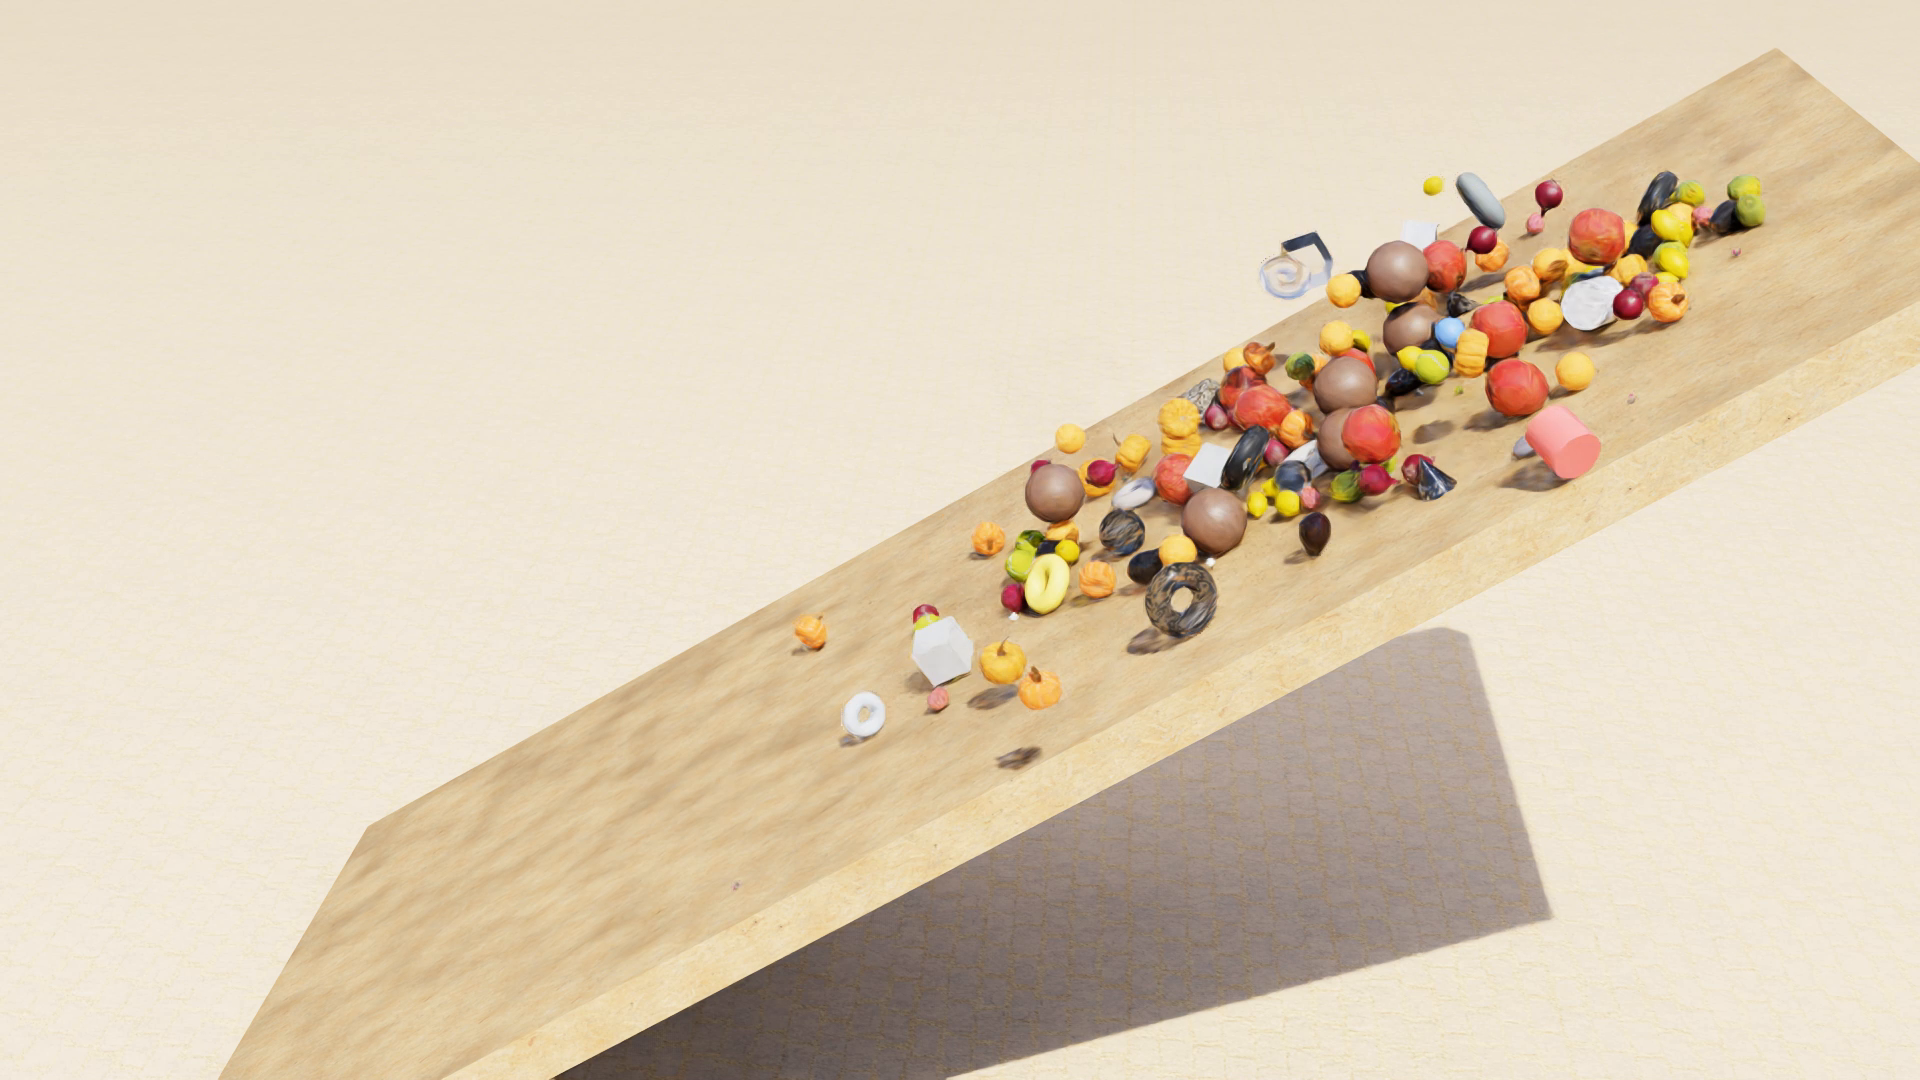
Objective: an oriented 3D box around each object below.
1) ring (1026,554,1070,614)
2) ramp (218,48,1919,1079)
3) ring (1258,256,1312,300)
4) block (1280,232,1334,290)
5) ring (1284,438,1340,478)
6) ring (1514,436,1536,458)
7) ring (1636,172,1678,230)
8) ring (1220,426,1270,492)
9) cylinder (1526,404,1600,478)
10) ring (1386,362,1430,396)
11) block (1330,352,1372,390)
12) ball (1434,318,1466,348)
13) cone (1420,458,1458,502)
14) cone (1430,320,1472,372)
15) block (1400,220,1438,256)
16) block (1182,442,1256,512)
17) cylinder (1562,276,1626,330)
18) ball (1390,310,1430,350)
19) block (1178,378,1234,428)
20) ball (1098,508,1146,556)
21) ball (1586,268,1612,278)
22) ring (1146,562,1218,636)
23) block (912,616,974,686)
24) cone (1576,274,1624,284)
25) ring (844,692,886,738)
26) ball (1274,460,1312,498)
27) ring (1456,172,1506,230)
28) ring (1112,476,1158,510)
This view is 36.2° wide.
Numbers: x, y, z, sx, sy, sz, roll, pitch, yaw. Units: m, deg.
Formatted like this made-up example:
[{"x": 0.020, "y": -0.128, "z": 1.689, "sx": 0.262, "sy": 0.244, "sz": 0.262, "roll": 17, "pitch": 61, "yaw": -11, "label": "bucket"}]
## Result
[{"x": 0.180, "y": 0.090, "z": 6.074, "sx": 0.042, "sy": 0.127, "sz": 0.127, "roll": 19, "pitch": 8, "yaw": -29, "label": "ring"}, {"x": 0.142, "y": 0.168, "z": 6.287, "sx": 4.000, "sy": 0.100, "sz": 2.000, "roll": -29, "pitch": 15, "yaw": 12, "label": "ramp"}, {"x": 0.682, "y": -0.549, "z": 6.163, "sx": 0.111, "sy": 0.037, "sz": 0.111, "roll": 3, "pitch": 51, "yaw": -3, "label": "ring"}, {"x": 0.757, "y": -0.607, "z": 6.439, "sx": 0.085, "sy": 0.085, "sz": 0.085, "roll": -20, "pitch": 59, "yaw": -11, "label": "block"}, {"x": 0.705, "y": -0.159, "z": 5.920, "sx": 0.131, "sy": 0.044, "sz": 0.131, "roll": -31, "pitch": 15, "yaw": 9, "label": "ring"}, {"x": 1.039, "y": -0.176, "z": 5.326, "sx": 0.078, "sy": 0.026, "sz": 0.078, "roll": -30, "pitch": 13, "yaw": 8, "label": "ring"}, {"x": 1.438, "y": -0.699, "z": 6.062, "sx": 0.044, "sy": 0.131, "sz": 0.131, "roll": 30, "pitch": 30, "yaw": 22, "label": "ring"}, {"x": 0.566, "y": -0.161, "z": 5.837, "sx": 0.049, "sy": 0.147, "sz": 0.147, "roll": 31, "pitch": 27, "yaw": 11, "label": "ring"}, {"x": 1.044, "y": -0.170, "z": 5.094, "sx": 0.093, "sy": 0.093, "sz": 0.093, "roll": -8, "pitch": 39, "yaw": -23, "label": "cylinder"}, {"x": 0.922, "y": -0.331, "z": 6.061, "sx": 0.098, "sy": 0.033, "sz": 0.098, "roll": -29, "pitch": 16, "yaw": 9, "label": "ring"}, {"x": 0.837, "y": -0.361, "z": 6.289, "sx": 0.054, "sy": 0.054, "sz": 0.054, "roll": -14, "pitch": 23, "yaw": 51, "label": "block"}, {"x": 0.970, "y": -0.410, "z": 5.820, "sx": 0.062, "sy": 0.062, "sz": 0.062, "roll": 0, "pitch": 19, "yaw": 0, "label": "ball"}, {"x": 0.863, "y": -0.122, "z": 5.411, "sx": 0.076, "sy": 0.076, "sz": 0.076, "roll": -30, "pitch": 15, "yaw": 9, "label": "cone"}, {"x": 0.987, "y": -0.413, "z": 6.038, "sx": 0.097, "sy": 0.097, "sz": 0.097, "roll": -28, "pitch": 24, "yaw": 14, "label": "cone"}, {"x": 1.058, "y": -0.695, "z": 6.777, "sx": 0.077, "sy": 0.077, "sz": 0.077, "roll": 7, "pitch": 7, "yaw": 11, "label": "block"}, {"x": 0.526, "y": -0.127, "z": 5.981, "sx": 0.090, "sy": 0.090, "sz": 0.090, "roll": 21, "pitch": 68, "yaw": 39, "label": "block"}, {"x": 1.224, "y": -0.458, "z": 5.680, "sx": 0.094, "sy": 0.094, "sz": 0.094, "roll": 13, "pitch": 18, "yaw": 33, "label": "cylinder"}, {"x": 0.958, "y": -0.446, "z": 6.249, "sx": 0.088, "sy": 0.088, "sz": 0.088, "roll": 0, "pitch": 19, "yaw": 0, "label": "ball"}, {"x": 0.556, "y": -0.308, "z": 6.641, "sx": 0.079, "sy": 0.079, "sz": 0.079, "roll": -34, "pitch": 15, "yaw": -8, "label": "block"}, {"x": 0.336, "y": -0.017, "z": 6.101, "sx": 0.096, "sy": 0.096, "sz": 0.096, "roll": 0, "pitch": 19, "yaw": 0, "label": "ball"}, {"x": 1.272, "y": -0.510, "z": 5.866, "sx": 0.063, "sy": 0.063, "sz": 0.063, "roll": 0, "pitch": 19, "yaw": 0, "label": "ball"}, {"x": 0.409, "y": 0.110, "z": 5.428, "sx": 0.143, "sy": 0.143, "sz": 0.048, "roll": -7, "pitch": 14, "yaw": -20, "label": "ring"}, {"x": -0.035, "y": 0.226, "z": 6.000, "sx": 0.086, "sy": 0.086, "sz": 0.086, "roll": -25, "pitch": 29, "yaw": 22, "label": "block"}, {"x": 1.267, "y": -0.495, "z": 5.774, "sx": 0.081, "sy": 0.081, "sz": 0.081, "roll": -14, "pitch": 7, "yaw": 37, "label": "cone"}, {"x": -0.194, "y": 0.355, "z": 5.960, "sx": 0.094, "sy": 0.094, "sz": 0.031, "roll": -10, "pitch": 12, "yaw": -27, "label": "ring"}, {"x": 0.660, "y": -0.122, "z": 5.827, "sx": 0.075, "sy": 0.075, "sz": 0.075, "roll": 0, "pitch": 19, "yaw": 0, "label": "ball"}, {"x": 1.074, "y": -0.698, "z": 6.062, "sx": 0.046, "sy": 0.139, "sz": 0.139, "roll": -37, "pitch": 20, "yaw": 5, "label": "ring"}, {"x": 0.381, "y": -0.099, "z": 6.396, "sx": 0.112, "sy": 0.037, "sz": 0.112, "roll": -29, "pitch": 14, "yaw": 8, "label": "ring"}]
